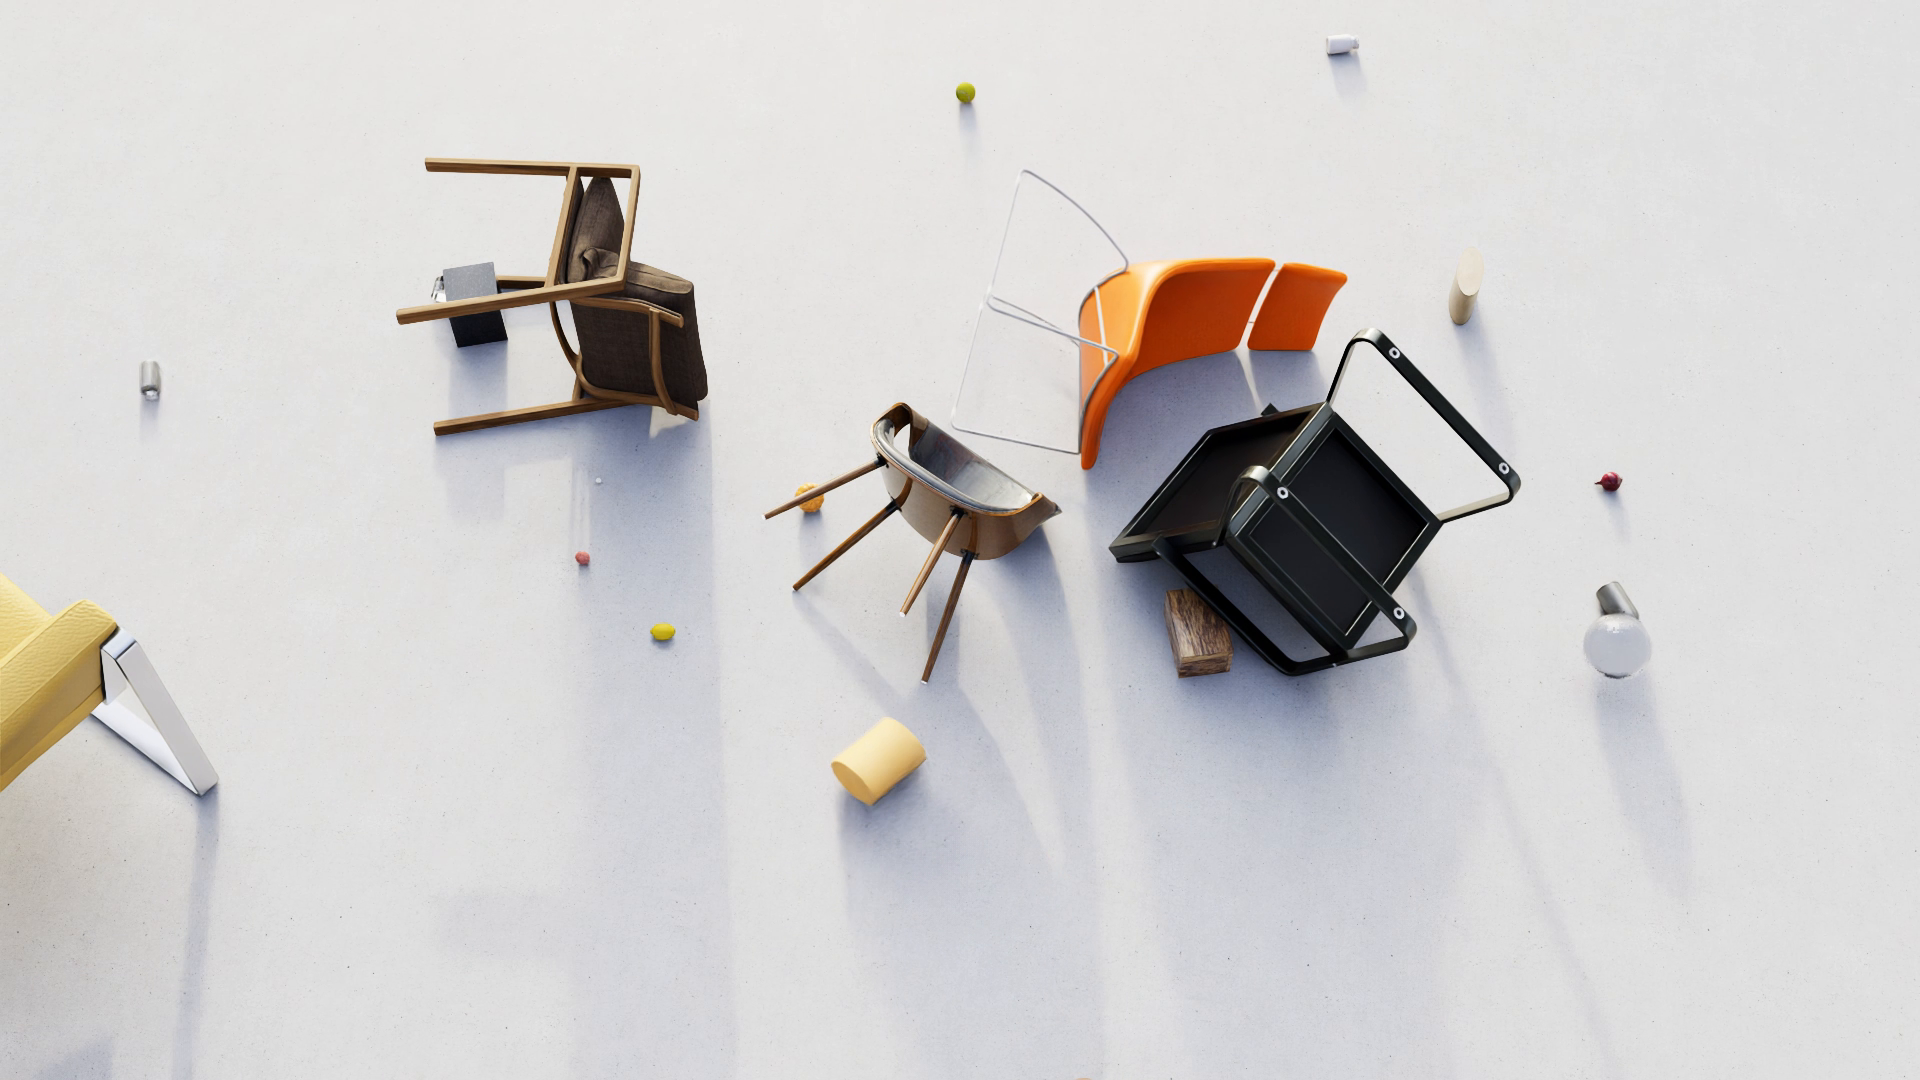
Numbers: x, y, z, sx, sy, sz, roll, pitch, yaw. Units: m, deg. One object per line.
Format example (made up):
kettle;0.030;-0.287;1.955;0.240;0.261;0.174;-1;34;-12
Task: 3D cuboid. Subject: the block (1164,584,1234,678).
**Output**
block;0.684;0.263;6.326;0.150;0.119;0.224;-7;56;-5

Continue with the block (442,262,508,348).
block;-1.535;-0.745;6.969;0.160;0.175;0.180;-10;57;-7

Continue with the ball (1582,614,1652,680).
ball;1.870;0.303;6.258;0.188;0.188;0.188;0;56;0

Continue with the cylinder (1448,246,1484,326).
cylinder;1.618;-0.812;7.030;0.083;0.147;0.208;10;57;6

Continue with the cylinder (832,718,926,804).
cylinder;-0.223;0.611;6.066;0.195;0.147;0.189;-38;27;-22
